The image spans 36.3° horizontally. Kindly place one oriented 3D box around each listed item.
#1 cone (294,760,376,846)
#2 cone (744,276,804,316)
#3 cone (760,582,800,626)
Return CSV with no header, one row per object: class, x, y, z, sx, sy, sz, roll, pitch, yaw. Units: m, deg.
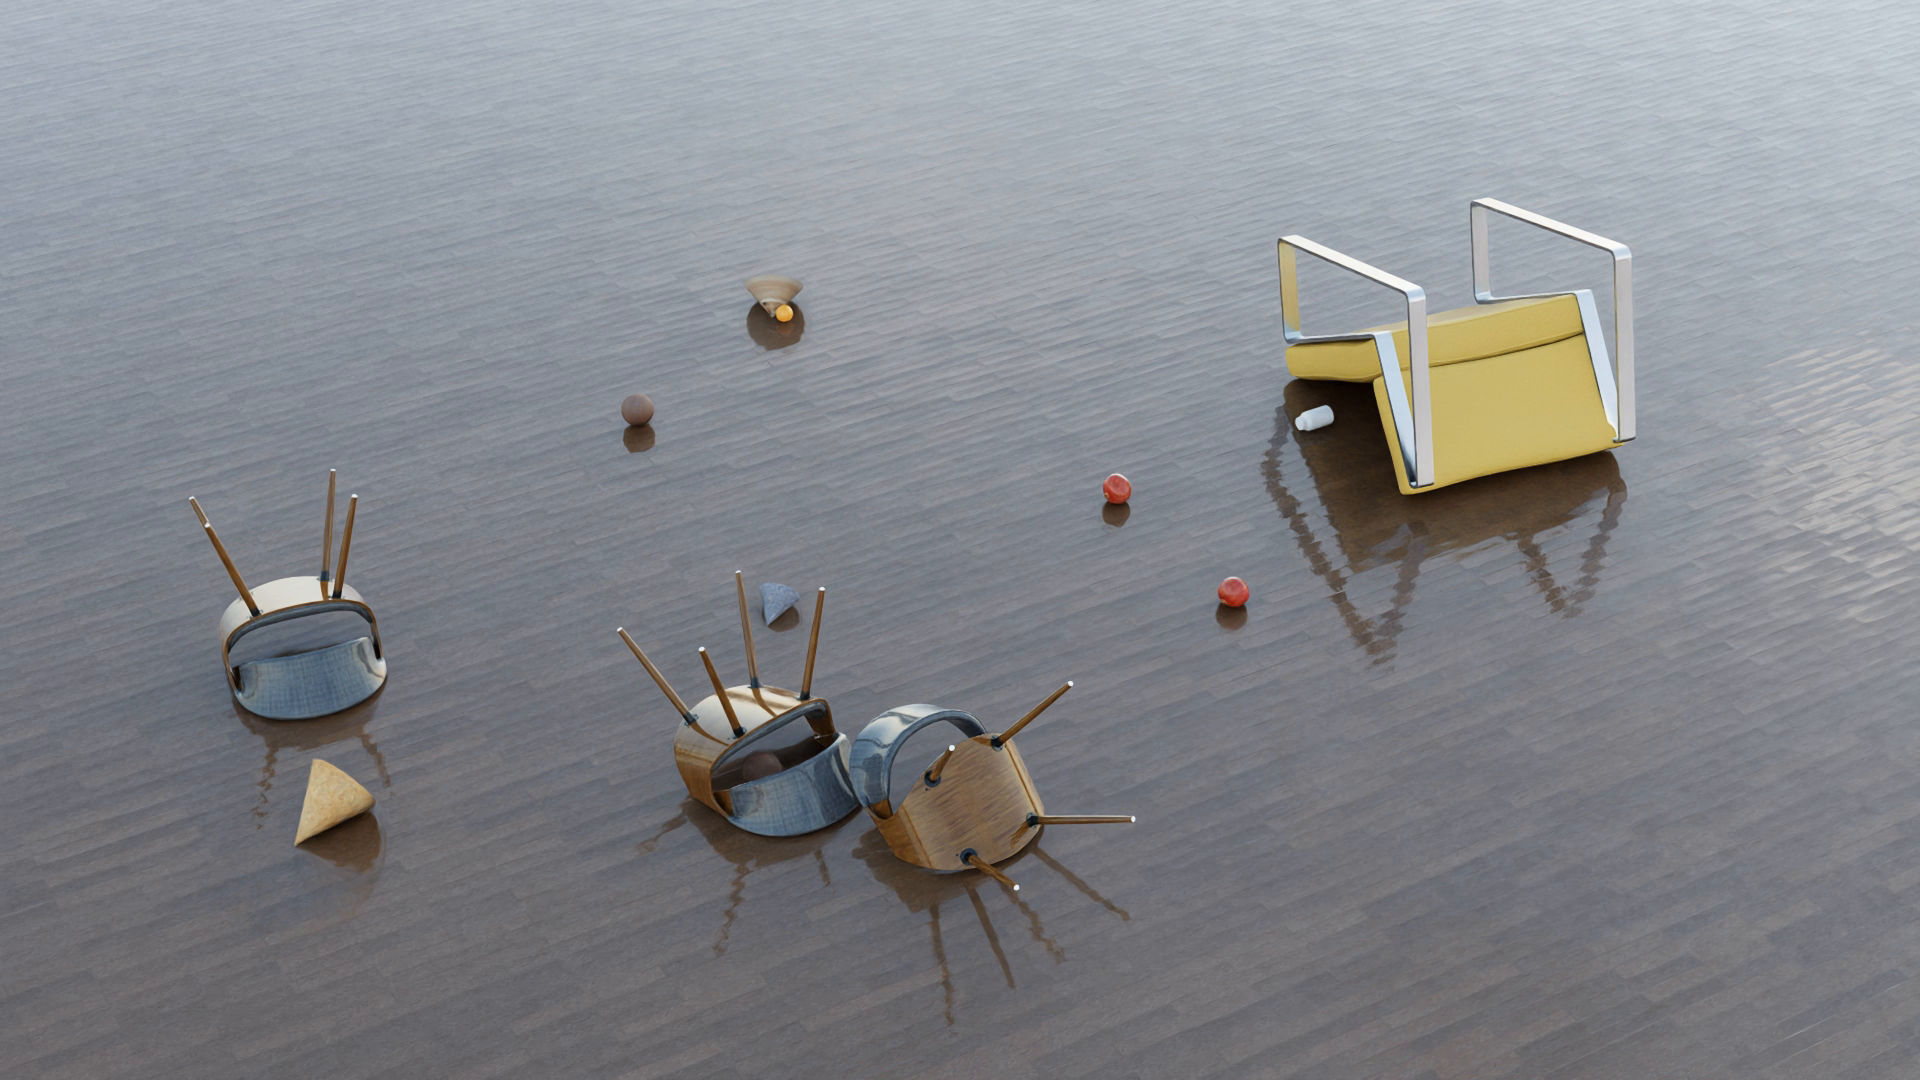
cone,-2.075,0.889,9.498,0.256,0.234,0.263,20,62,32
cone,-0.790,-1.007,12.390,0.250,0.236,0.144,-3,72,14
cone,-0.670,0.250,10.518,0.146,0.110,0.156,12,55,9
